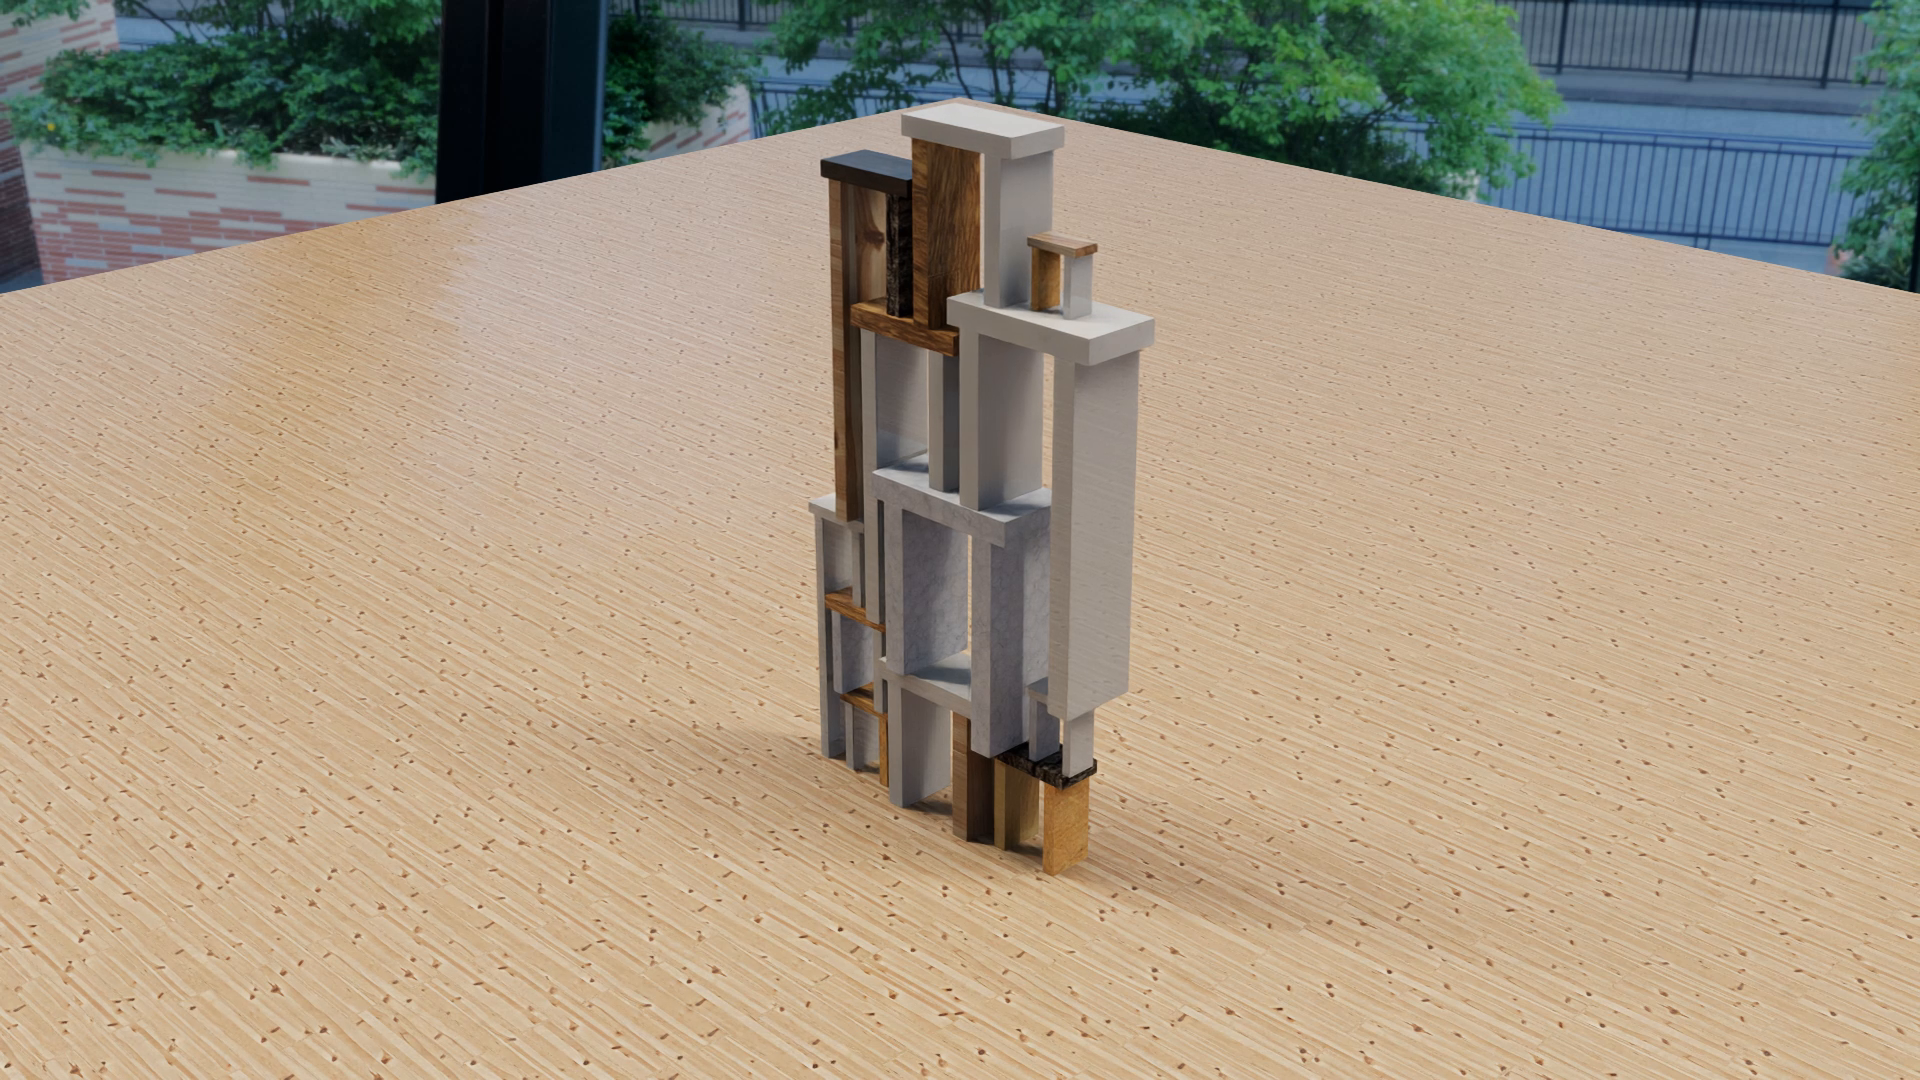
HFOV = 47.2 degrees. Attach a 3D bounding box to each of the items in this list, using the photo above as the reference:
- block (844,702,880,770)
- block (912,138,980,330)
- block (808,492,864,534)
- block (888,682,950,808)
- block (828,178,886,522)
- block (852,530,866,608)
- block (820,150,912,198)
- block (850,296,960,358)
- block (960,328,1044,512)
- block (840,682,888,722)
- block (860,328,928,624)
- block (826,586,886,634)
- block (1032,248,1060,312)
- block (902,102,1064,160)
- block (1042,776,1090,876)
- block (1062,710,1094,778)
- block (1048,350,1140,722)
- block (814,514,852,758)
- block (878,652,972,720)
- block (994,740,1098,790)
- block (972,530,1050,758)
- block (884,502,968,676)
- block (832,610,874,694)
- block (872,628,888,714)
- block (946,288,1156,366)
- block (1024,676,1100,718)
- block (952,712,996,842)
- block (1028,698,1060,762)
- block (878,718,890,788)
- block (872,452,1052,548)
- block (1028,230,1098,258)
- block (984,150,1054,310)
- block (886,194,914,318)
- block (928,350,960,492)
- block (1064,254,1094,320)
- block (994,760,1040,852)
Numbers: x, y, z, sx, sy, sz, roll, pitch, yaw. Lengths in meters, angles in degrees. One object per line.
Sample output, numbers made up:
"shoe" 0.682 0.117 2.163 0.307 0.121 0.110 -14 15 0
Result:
"block" -0.204 0.399 4.622 0.077 0.155 0.022 -21 31 -41
"block" -0.024 -0.568 4.004 0.038 0.348 0.135 21 31 40
"block" -0.221 -0.056 4.445 0.166 0.023 0.083 21 31 41
"block" -0.082 0.395 4.476 0.039 0.276 0.138 21 31 41
"block" -0.194 -0.371 4.275 0.033 0.689 0.116 22 32 40
"block" -0.180 0.046 4.445 0.023 0.166 0.083 21 31 41
"block" -0.138 -0.681 4.082 0.231 0.033 0.116 21 31 40
"block" -0.061 -0.407 4.121 0.274 0.039 0.137 21 31 40
"block" 0.077 -0.239 4.037 0.171 0.342 0.048 -21 31 -41
"block" -0.168 0.332 4.554 0.155 0.022 0.077 21 31 41
"block" -0.126 -0.135 4.306 0.137 0.608 0.039 -21 31 -41
"block" -0.177 0.139 4.473 0.093 0.026 0.185 -21 31 -41
"block" 0.151 -0.463 3.858 0.016 0.113 0.057 21 31 41
"block" 0.039 -0.721 3.871 0.270 0.038 0.135 21 31 40
"block" 0.205 0.540 4.237 0.098 0.196 0.028 -21 31 -41
"block" 0.223 0.375 4.135 0.066 0.131 0.019 -21 31 -40
"block" 0.239 -0.016 3.957 0.171 0.690 0.048 -21 31 -41
"block" -0.258 0.195 4.593 0.023 0.554 0.083 21 31 41
"block" -0.017 0.275 4.355 0.276 0.039 0.138 21 31 41
"block" 0.158 0.419 4.236 0.098 0.028 0.196 -21 31 -40
"block" 0.102 0.180 4.189 0.178 0.448 0.050 -21 31 -40
"block" -0.065 0.072 4.326 0.178 0.356 0.050 -21 31 -41
"block" -0.220 0.219 4.556 0.093 0.185 0.026 -21 31 -41
"block" -0.134 0.253 4.474 0.026 0.185 0.093 21 31 41
"block" 0.158 -0.387 3.887 0.342 0.048 0.171 21 31 41
"block" 0.192 0.294 4.134 0.066 0.019 0.131 -21 31 -41
"block" 0.048 0.446 4.357 0.039 0.276 0.138 21 31 41
"block" 0.162 0.351 4.192 0.066 0.131 0.019 -21 31 -40
"block" -0.131 0.428 4.555 0.077 0.155 0.022 -21 31 -41
"block" 0.019 -0.082 4.169 0.178 0.050 0.356 -21 31 -40
"block" 0.177 -0.512 3.807 0.057 0.016 0.113 -21 31 -41
"block" 0.103 -0.554 3.872 0.038 0.270 0.135 21 31 40
"block" -0.084 -0.539 4.086 0.033 0.231 0.116 22 31 40
"block" 0.004 -0.238 4.123 0.137 0.274 0.039 -21 31 -41
"block" 0.205 -0.442 3.808 0.016 0.113 0.057 21 31 41
"block" 0.112 0.504 4.322 0.098 0.196 0.028 -21 31 -41
